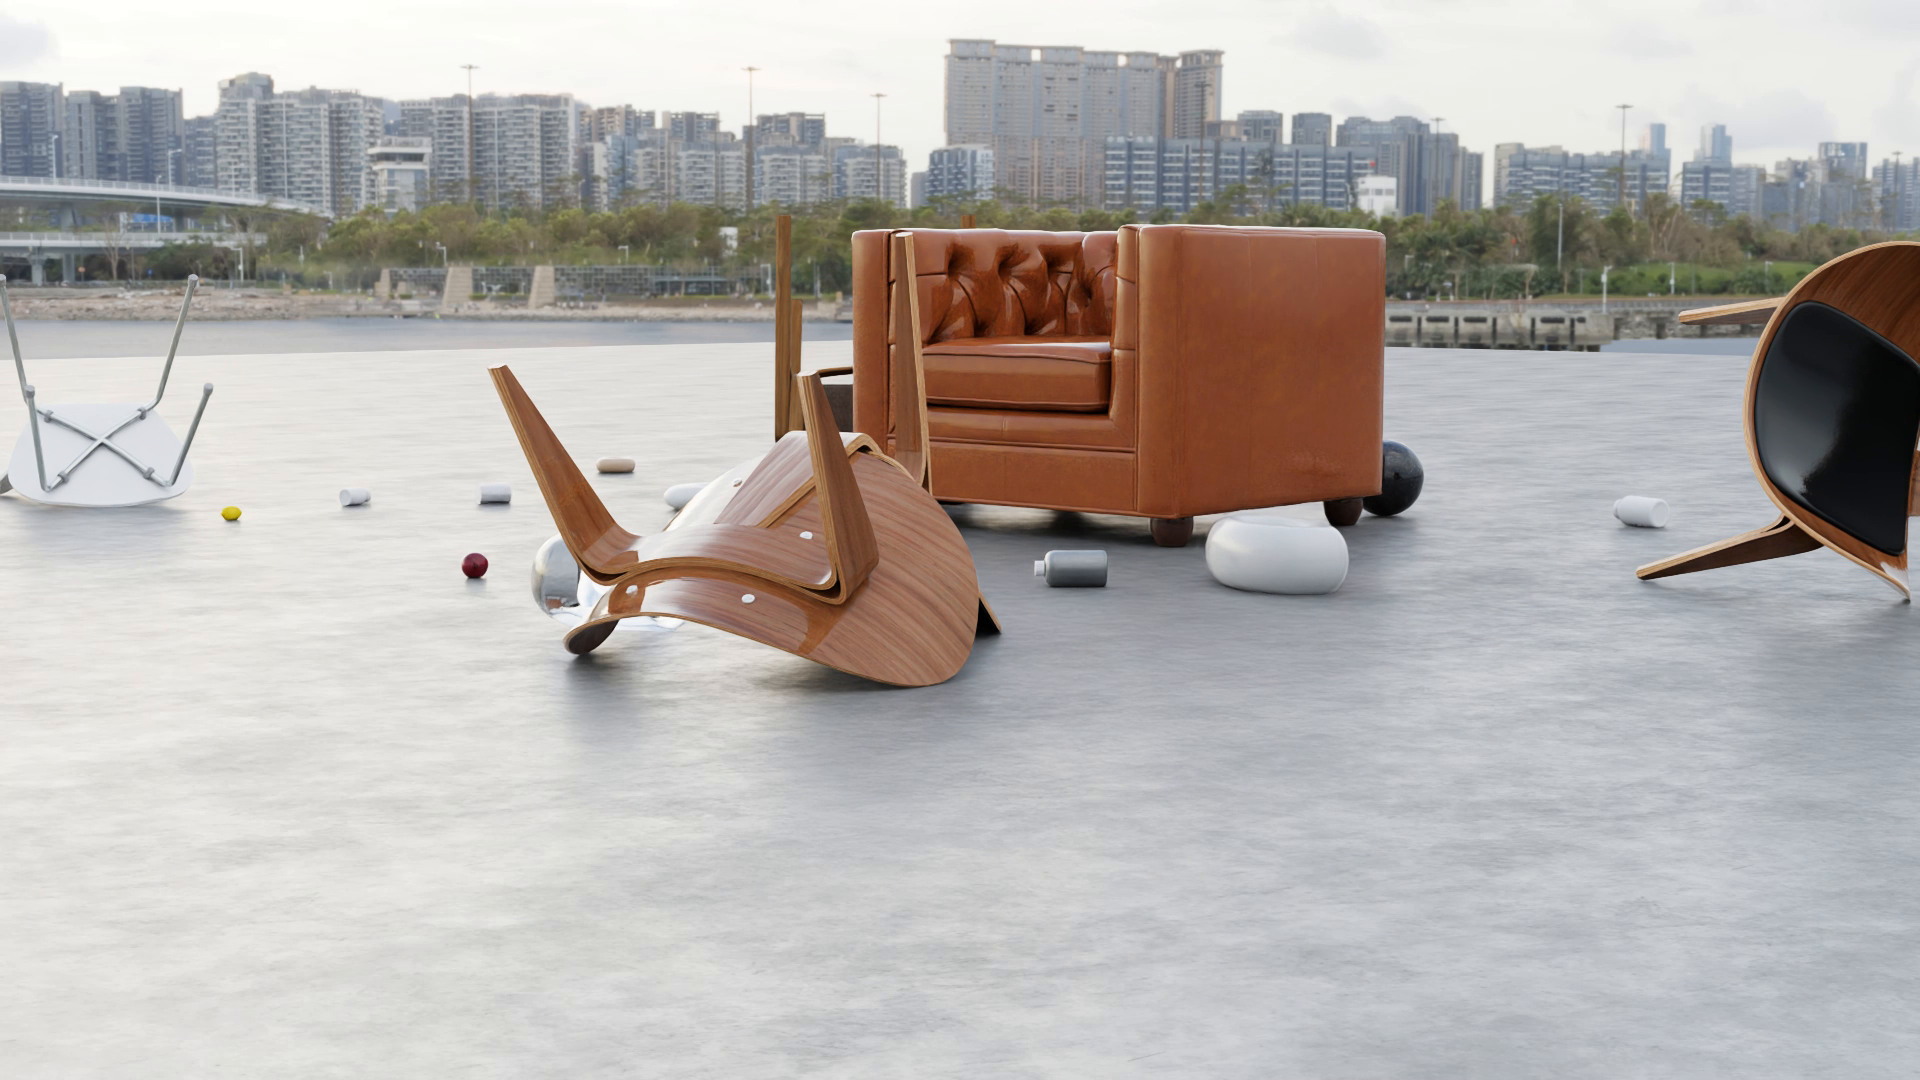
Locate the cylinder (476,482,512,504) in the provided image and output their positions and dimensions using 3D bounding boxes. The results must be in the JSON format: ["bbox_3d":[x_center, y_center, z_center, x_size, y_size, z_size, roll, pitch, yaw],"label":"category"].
[{"bbox_3d":[-1.355,-0.136,7.447,0.088,0.059,0.101,-2,9,-20],"label":"cylinder"}]

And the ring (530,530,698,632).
[{"bbox_3d":[-0.637,0.080,4.733,0.314,0.145,0.280,13,-19,-27],"label":"ring"}]

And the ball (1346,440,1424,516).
[{"bbox_3d":[1.166,-0.171,7.042,0.212,0.212,0.212,0,6,0],"label":"ball"}]

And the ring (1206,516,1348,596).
[{"bbox_3d":[0.668,0.031,5.422,0.244,0.144,0.386,-1,7,-29],"label":"ring"}]

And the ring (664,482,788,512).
[{"bbox_3d":[-0.662,-0.123,7.264,0.358,0.072,0.218,0,5,4],"label":"ring"}]

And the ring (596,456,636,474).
[{"bbox_3d":[-1.158,-0.253,8.631,0.125,0.049,0.149,4,6,28],"label":"ring"}]
